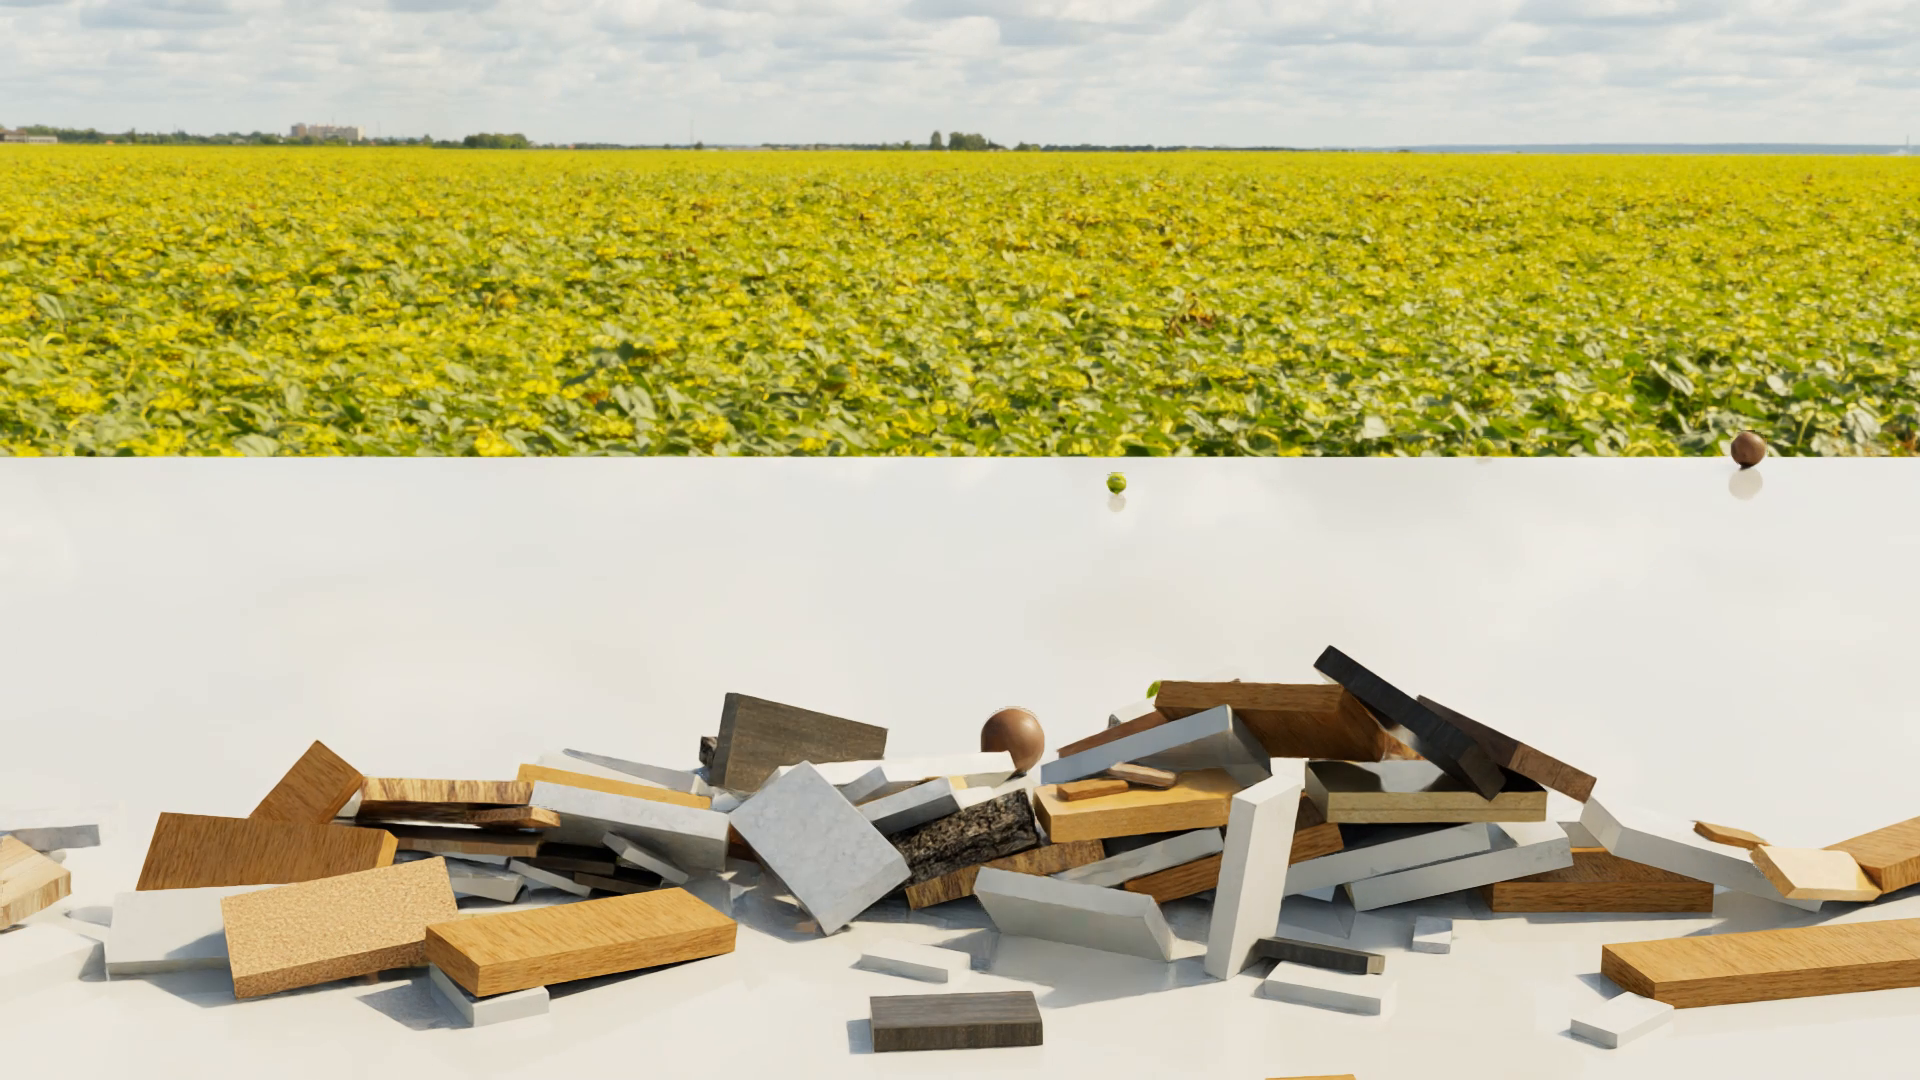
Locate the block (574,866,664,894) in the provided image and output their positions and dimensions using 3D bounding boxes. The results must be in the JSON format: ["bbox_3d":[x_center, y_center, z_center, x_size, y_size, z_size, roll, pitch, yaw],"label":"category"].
[{"bbox_3d":[-0.569,0.565,3.668,0.140,0.020,0.070,12,10,-3],"label":"block"}]

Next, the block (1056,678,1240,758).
[{"bbox_3d":[0.364,0.390,3.952,0.352,0.176,0.050,-21,36,-4],"label":"block"}]

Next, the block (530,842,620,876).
[{"bbox_3d":[-0.641,0.530,3.666,0.140,0.020,0.070,7,10,0],"label":"block"}]

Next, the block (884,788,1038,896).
[{"bbox_3d":[-0.037,0.506,3.630,0.327,0.046,0.163,-20,10,4],"label":"block"}]

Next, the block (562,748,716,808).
[{"bbox_3d":[-0.572,0.426,3.904,0.250,0.035,0.125,9,-20,14],"label":"block"}]

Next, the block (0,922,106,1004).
[{"bbox_3d":[-1.447,0.645,3.257,0.152,0.043,0.303,7,13,34],"label":"block"}]

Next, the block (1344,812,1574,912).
[{"bbox_3d":[0.815,0.526,3.656,0.358,0.051,0.179,-13,10,3],"label":"block"}]

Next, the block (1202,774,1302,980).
[{"bbox_3d":[0.442,0.508,3.320,0.041,0.286,0.143,18,19,33],"label":"block"}]

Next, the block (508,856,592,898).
[{"bbox_3d":[-0.680,0.554,3.674,0.139,0.020,0.070,21,10,-4],"label":"block"}]

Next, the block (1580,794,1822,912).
[{"bbox_3d":[1.229,0.517,3.646,0.358,0.051,0.179,16,10,-4],"label":"block"}]

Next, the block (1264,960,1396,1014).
[{"bbox_3d":[0.546,0.658,3.238,0.174,0.025,0.087,5,12,26],"label":"block"}]

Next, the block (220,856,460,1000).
[{"bbox_3d":[-0.933,0.583,3.323,0.333,0.047,0.167,-9,39,-20],"label":"block"}]

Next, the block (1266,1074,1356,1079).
[{"bbox_3d":[0.470,0.740,2.770,0.117,0.033,0.235,-1,11,-6],"label":"block"}]

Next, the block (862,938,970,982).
[{"bbox_3d":[-0.067,0.639,3.347,0.149,0.021,0.074,5,12,26],"label":"block"}]

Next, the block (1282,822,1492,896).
[{"bbox_3d":[0.682,0.503,3.661,0.358,0.051,0.179,-13,10,3],"label":"block"}]

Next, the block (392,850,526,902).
[{"bbox_3d":[-0.856,0.540,3.661,0.256,0.036,0.128,12,10,-3],"label":"block"}]

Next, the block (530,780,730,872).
[{"bbox_3d":[-0.555,0.484,3.713,0.327,0.046,0.163,10,-27,-1],"label":"block"}]

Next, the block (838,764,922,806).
[{"bbox_3d":[-0.189,0.459,3.840,0.232,0.033,0.116,-33,-19,24],"label":"block"}]

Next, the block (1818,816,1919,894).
[{"bbox_3d":[1.615,0.530,3.741,0.309,0.044,0.154,-11,7,-26],"label":"block"}]

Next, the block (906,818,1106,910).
[{"bbox_3d":[0.074,0.524,3.657,0.328,0.047,0.164,-15,10,3],"label":"block"}]

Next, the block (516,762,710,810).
[{"bbox_3d":[-0.599,0.465,3.794,0.327,0.046,0.163,11,-28,-4],"label":"block"}]

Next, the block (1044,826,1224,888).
[{"bbox_3d":[0.267,0.518,3.659,0.329,0.047,0.164,-17,10,2],"label":"block"}]

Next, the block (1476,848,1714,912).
[{"bbox_3d":[1.046,0.565,3.664,0.358,0.051,0.179,0,11,0],"label":"block"}]

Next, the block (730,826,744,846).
[{"bbox_3d":[-0.347,0.505,3.921,0.088,0.025,0.176,8,13,36],"label":"block"}]

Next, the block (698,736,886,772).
[{"bbox_3d":[-0.326,0.428,4.274,0.332,0.047,0.166,4,5,-19],"label":"block"}]

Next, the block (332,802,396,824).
[{"bbox_3d":[-1.018,0.498,3.773,0.097,0.027,0.194,1,-29,5],"label":"block"}]

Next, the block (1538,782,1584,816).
[{"bbox_3d":[0.954,0.475,3.958,0.153,0.043,0.306,-9,-1,-40],"label":"block"}]

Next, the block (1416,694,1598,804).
[{"bbox_3d":[0.882,0.339,3.596,0.160,0.045,0.320,25,1,-20],"label":"block"}]

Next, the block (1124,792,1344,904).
[{"bbox_3d":[0.445,0.513,3.656,0.358,0.051,0.179,-17,10,3],"label":"block"}]

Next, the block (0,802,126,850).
[{"bbox_3d":[-1.546,0.482,3.656,0.270,0.038,0.135,-4,8,-3],"label":"block"}]

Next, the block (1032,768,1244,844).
[{"bbox_3d":[0.296,0.435,3.620,0.329,0.047,0.164,-5,10,-7],"label":"block"}]

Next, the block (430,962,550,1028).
[{"bbox_3d":[-0.695,0.654,3.238,0.111,0.031,0.222,-6,12,-29],"label":"block"}]

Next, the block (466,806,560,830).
[{"bbox_3d":[-0.740,0.462,3.641,0.142,0.020,0.071,-8,-21,29],"label":"block"}]

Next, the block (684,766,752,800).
[{"bbox_3d":[-0.513,0.476,4.186,0.250,0.035,0.125,-9,14,-41],"label":"block"}]

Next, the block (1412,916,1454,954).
[{"bbox_3d":[0.744,0.621,3.460,0.057,0.016,0.113,3,11,15],"label":"block"}]

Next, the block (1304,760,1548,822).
[{"bbox_3d":[0.764,0.414,3.630,0.358,0.051,0.179,0,10,-3],"label":"block"}]

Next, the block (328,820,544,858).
[{"bbox_3d":[-0.875,0.495,3.644,0.356,0.020,0.071,4,11,-1],"label":"block"}]
